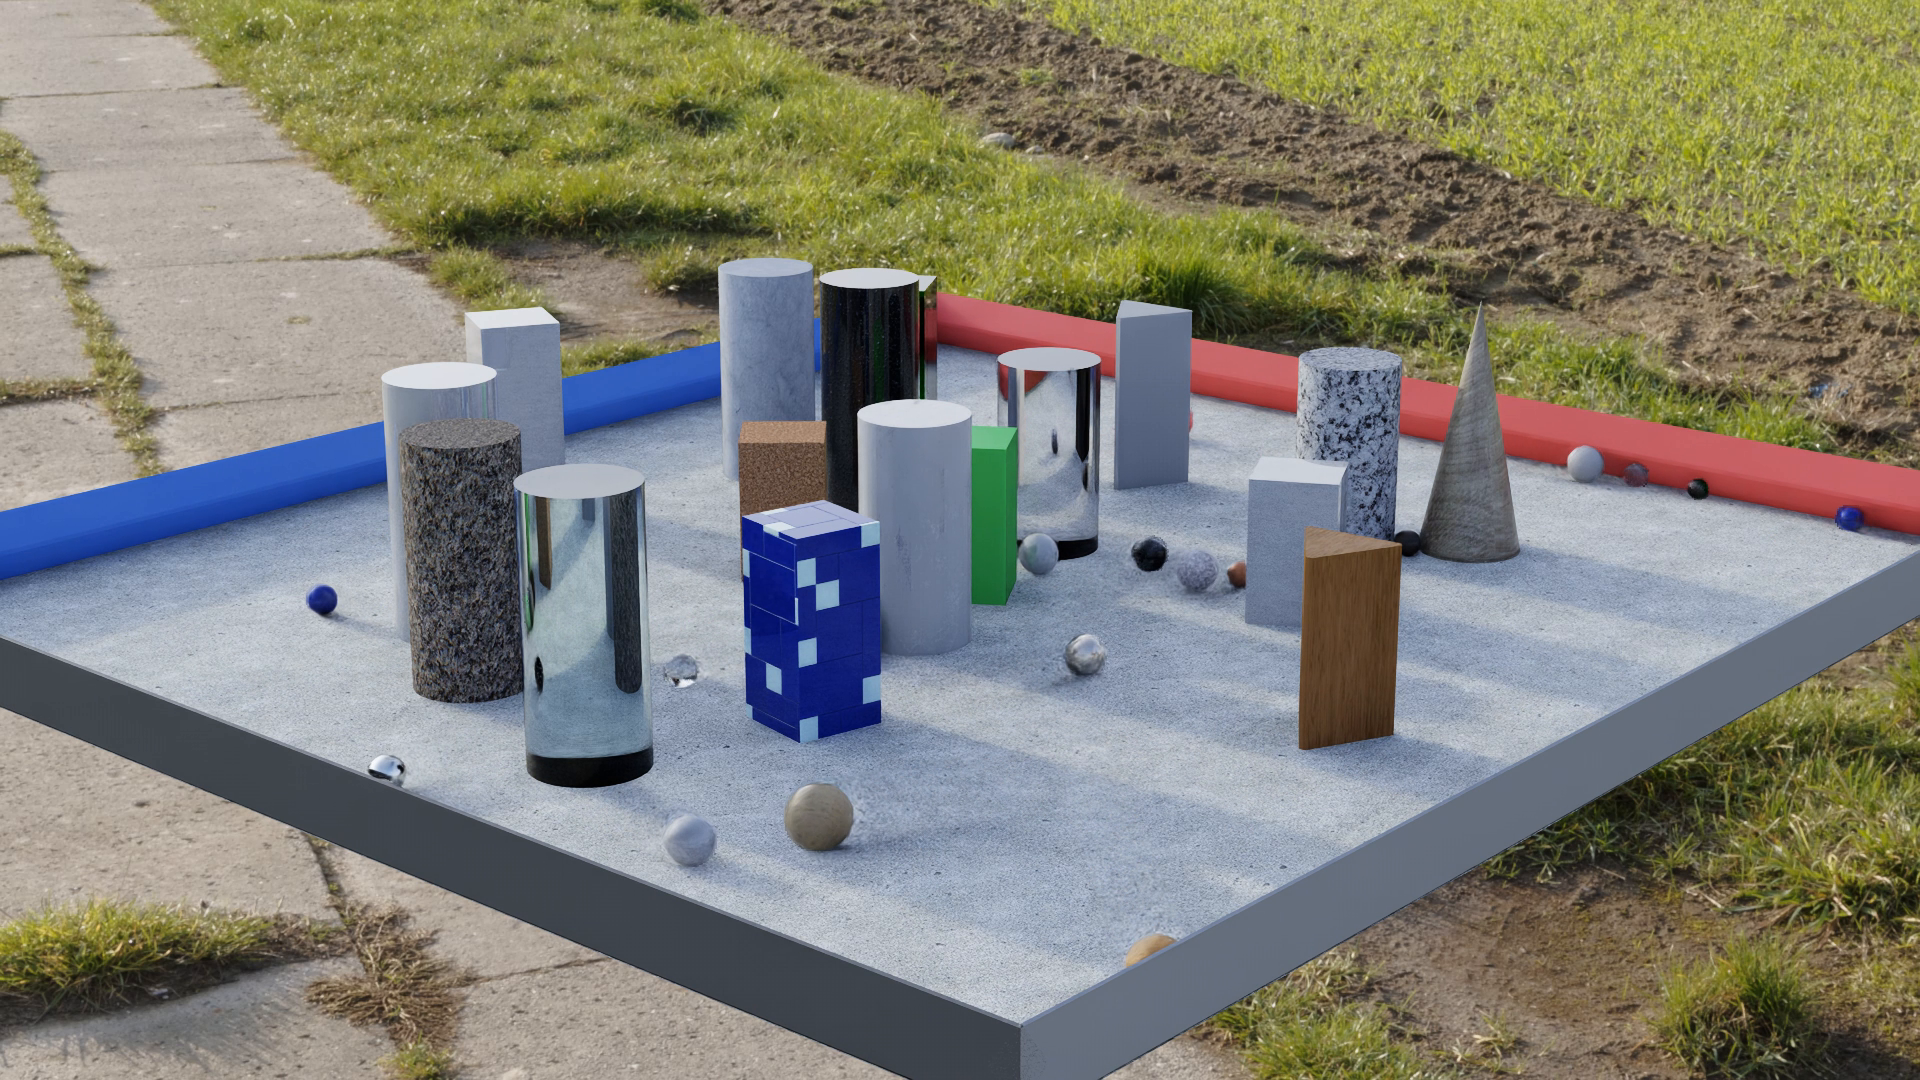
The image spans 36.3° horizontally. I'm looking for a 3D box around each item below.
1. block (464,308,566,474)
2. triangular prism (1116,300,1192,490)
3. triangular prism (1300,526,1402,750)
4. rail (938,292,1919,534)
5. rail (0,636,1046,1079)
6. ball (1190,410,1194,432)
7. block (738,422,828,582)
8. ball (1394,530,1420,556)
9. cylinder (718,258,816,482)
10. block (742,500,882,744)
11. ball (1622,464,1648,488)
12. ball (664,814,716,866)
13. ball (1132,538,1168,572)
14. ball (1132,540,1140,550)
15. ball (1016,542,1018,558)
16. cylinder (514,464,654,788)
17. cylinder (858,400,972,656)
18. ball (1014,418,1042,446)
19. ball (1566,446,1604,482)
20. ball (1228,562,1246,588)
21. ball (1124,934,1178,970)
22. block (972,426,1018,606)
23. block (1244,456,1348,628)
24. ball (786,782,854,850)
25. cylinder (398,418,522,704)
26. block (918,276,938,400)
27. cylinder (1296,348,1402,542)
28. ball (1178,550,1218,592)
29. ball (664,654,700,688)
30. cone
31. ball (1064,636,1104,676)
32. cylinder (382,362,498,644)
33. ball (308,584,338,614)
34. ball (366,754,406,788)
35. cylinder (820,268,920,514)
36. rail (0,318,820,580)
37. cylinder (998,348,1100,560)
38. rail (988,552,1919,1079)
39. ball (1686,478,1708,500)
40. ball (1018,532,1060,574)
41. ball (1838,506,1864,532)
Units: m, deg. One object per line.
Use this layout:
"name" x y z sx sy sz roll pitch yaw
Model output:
"block" -0.850 -0.245 5.609 0.150 0.368 0.150 -6 18 -20
"triangular prism" 0.352 -0.292 5.803 0.162 0.345 0.140 -7 18 -22
"triangular prism" 0.558 0.142 4.445 0.162 0.301 0.140 -7 18 -23
"rail" 0.921 -0.277 6.136 2.658 0.121 0.045 14 22 39
"rail" -0.921 0.338 4.105 2.658 0.121 0.045 14 22 39
"ball" 0.451 -0.250 6.127 0.077 0.077 0.077 0 17 0
"block" -0.313 -0.070 5.226 0.150 0.254 0.150 0 17 -1
"ball" 0.812 0.005 5.332 0.049 0.049 0.049 0 17 0
"cylinder" -0.382 -0.336 5.826 0.187 0.418 0.187 0 17 0
"block" -0.226 0.123 4.473 0.150 0.322 0.150 -12 21 -35
"ball" 1.330 -0.127 5.774 0.047 0.047 0.047 0 17 0
"ball" -0.366 0.406 3.972 0.069 0.069 0.069 0 17 0
"ball" 0.339 0.027 5.239 0.062 0.062 0.062 0 17 0
"ball" 0.331 0.021 5.291 0.044 0.044 0.044 0 17 0
"ball" 0.064 0.018 5.238 0.080 0.080 0.080 0 17 0
"cylinder" -0.547 0.124 4.273 0.187 0.436 0.187 0 17 0
"cylinder" -0.074 -0.022 4.840 0.187 0.386 0.187 0 17 0
"ball" 0.138 -0.224 6.073 0.060 0.060 0.060 0 17 0
"ball" 1.238 -0.151 5.810 0.072 0.072 0.072 0 17 0
"ball" 0.493 0.062 5.149 0.047 0.047 0.047 0 17 0
"ball" 0.241 0.521 3.573 0.081 0.081 0.081 0 17 0
"block" 0.015 -0.045 5.101 0.150 0.279 0.150 2 17 8
"block" 0.573 0.004 4.984 0.150 0.254 0.150 4 17 13
"ball" -0.192 0.379 4.021 0.094 0.094 0.094 0 17 0
"cylinder" -0.778 0.031 4.619 0.187 0.413 0.187 0 17 0
"block" -0.133 -0.349 5.971 0.150 0.358 0.150 3 17 9
"cylinder" 0.711 -0.166 5.389 0.187 0.344 0.187 0 17 0
"ball" 0.417 0.053 5.134 0.073 0.073 0.073 0 17 0
"ball" -0.442 0.207 4.655 0.055 0.055 0.055 0 17 0
"cone" 0.934 -0.208 5.317 0.187 0.466 0.187 0 17 0
"ball" 0.200 0.186 4.706 0.066 0.066 0.066 0 17 0
"cylinder" -0.854 -0.060 4.872 0.187 0.440 0.187 0 17 0
"ball" -1.088 0.102 5.008 0.051 0.051 0.051 0 17 0
"ball" -0.826 0.337 4.223 0.057 0.057 0.057 0 17 0
"cylinder" -0.170 -0.274 5.558 0.187 0.453 0.187 0 17 0
"rail" -0.986 -0.217 5.940 0.045 0.121 2.857 14 22 39
"cylinder" 0.161 -0.158 5.349 0.187 0.353 0.187 0 17 0
"rail" 0.986 0.278 4.302 0.045 0.121 2.857 14 22 39
"ball" 1.433 -0.100 5.695 0.041 0.041 0.041 0 17 0
"ball" 0.140 0.024 5.231 0.073 0.073 0.073 0 17 0
"ball" 1.667 -0.039 5.483 0.047 0.047 0.047 0 17 0
